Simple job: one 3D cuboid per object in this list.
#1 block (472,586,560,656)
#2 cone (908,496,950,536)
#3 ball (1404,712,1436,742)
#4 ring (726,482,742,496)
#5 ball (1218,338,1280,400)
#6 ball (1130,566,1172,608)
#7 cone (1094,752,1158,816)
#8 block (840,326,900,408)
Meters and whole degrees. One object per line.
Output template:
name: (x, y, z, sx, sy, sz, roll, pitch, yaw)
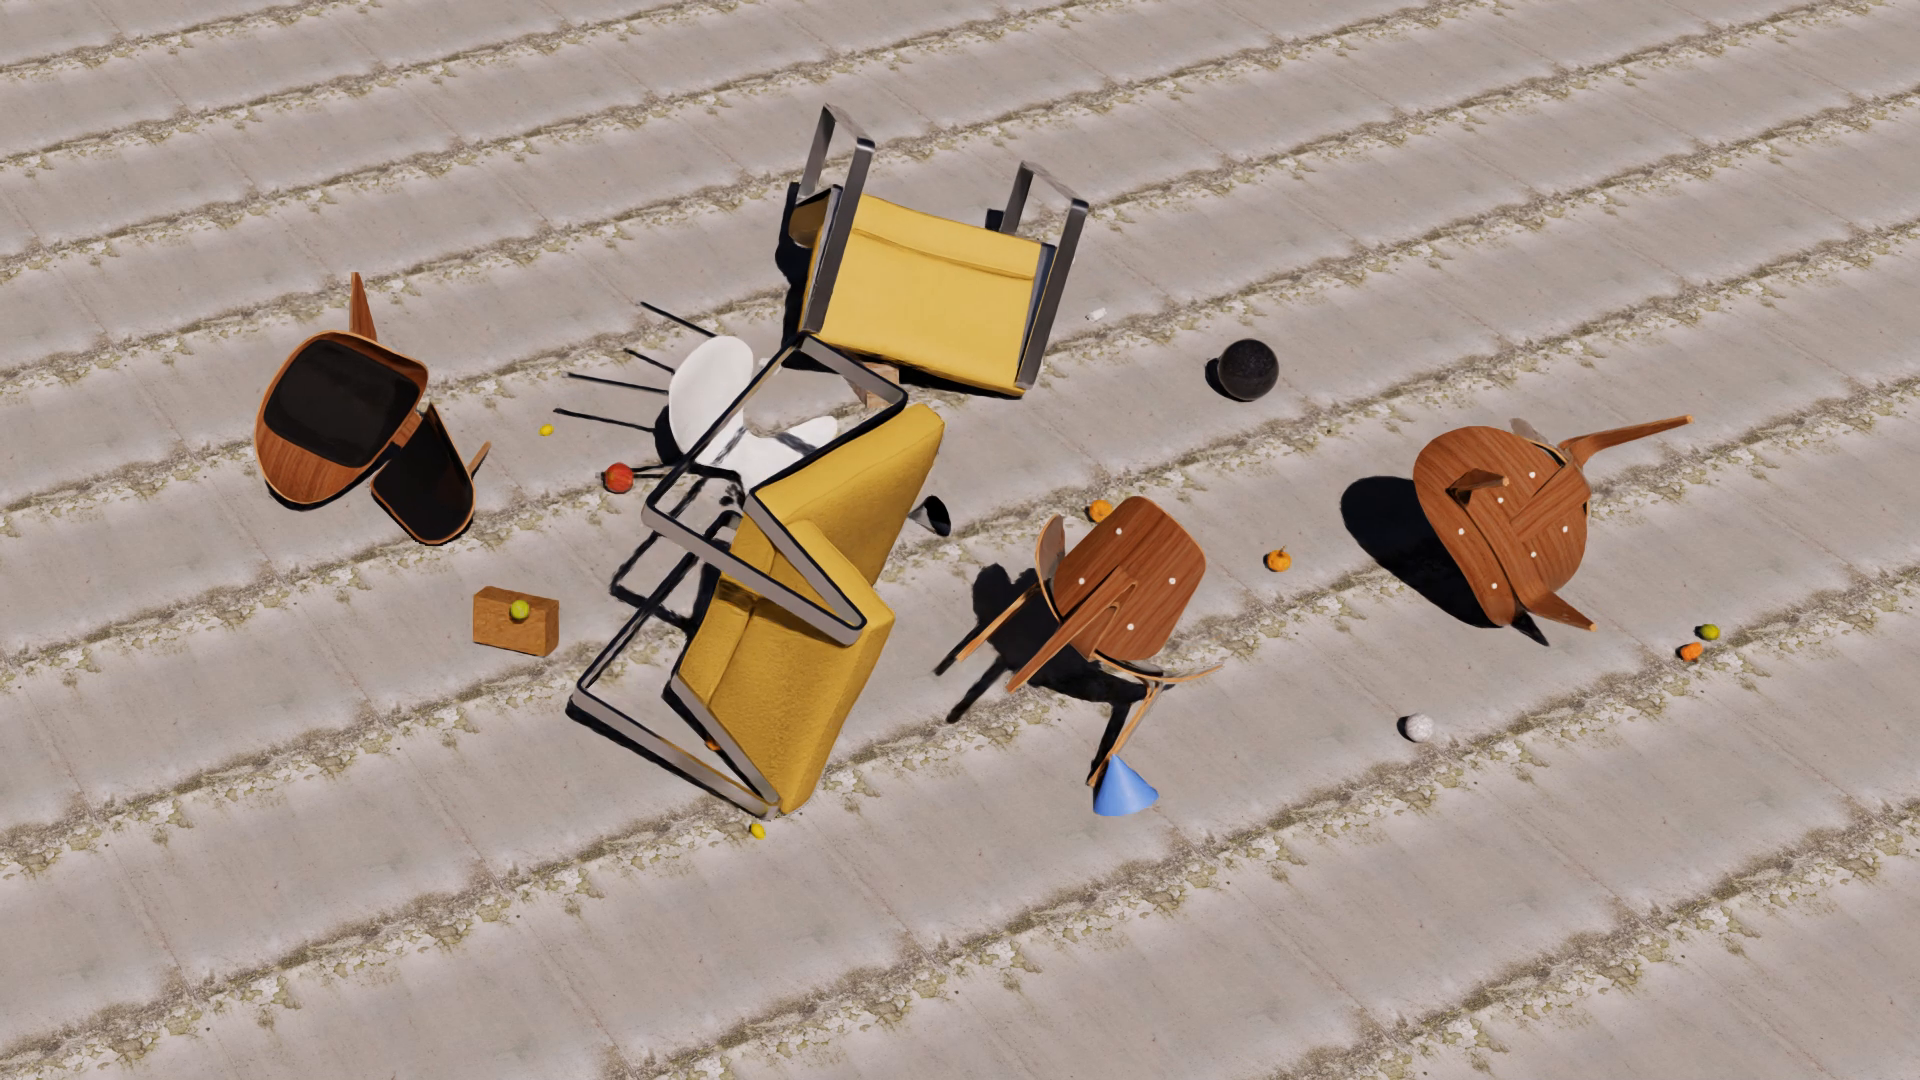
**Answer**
block: (-1.566, 0.286, 10.335, 0.284, 0.175, 0.104, 11, 23, 16)
cone: (-0.142, -0.091, 11.010, 0.191, 0.174, 0.092, 1, 33, 50)
ball: (1.552, 0.632, 9.893, 0.101, 0.101, 0.101, 0, 33, 0)
ring: (-0.842, -0.188, 10.907, 0.055, 0.049, 0.039, -34, 90, -28)
ball: (1.157, -0.685, 11.758, 0.248, 0.248, 0.248, 0, 33, 0)
ball: (0.686, 0.170, 10.551, 0.149, 0.149, 0.149, 0, 33, 0)
cone: (0.519, 0.772, 9.552, 0.220, 0.191, 0.161, -12, 25, 7)
block: (-0.361, -0.696, 11.823, 0.141, 0.195, 0.298, -13, 35, -18)
